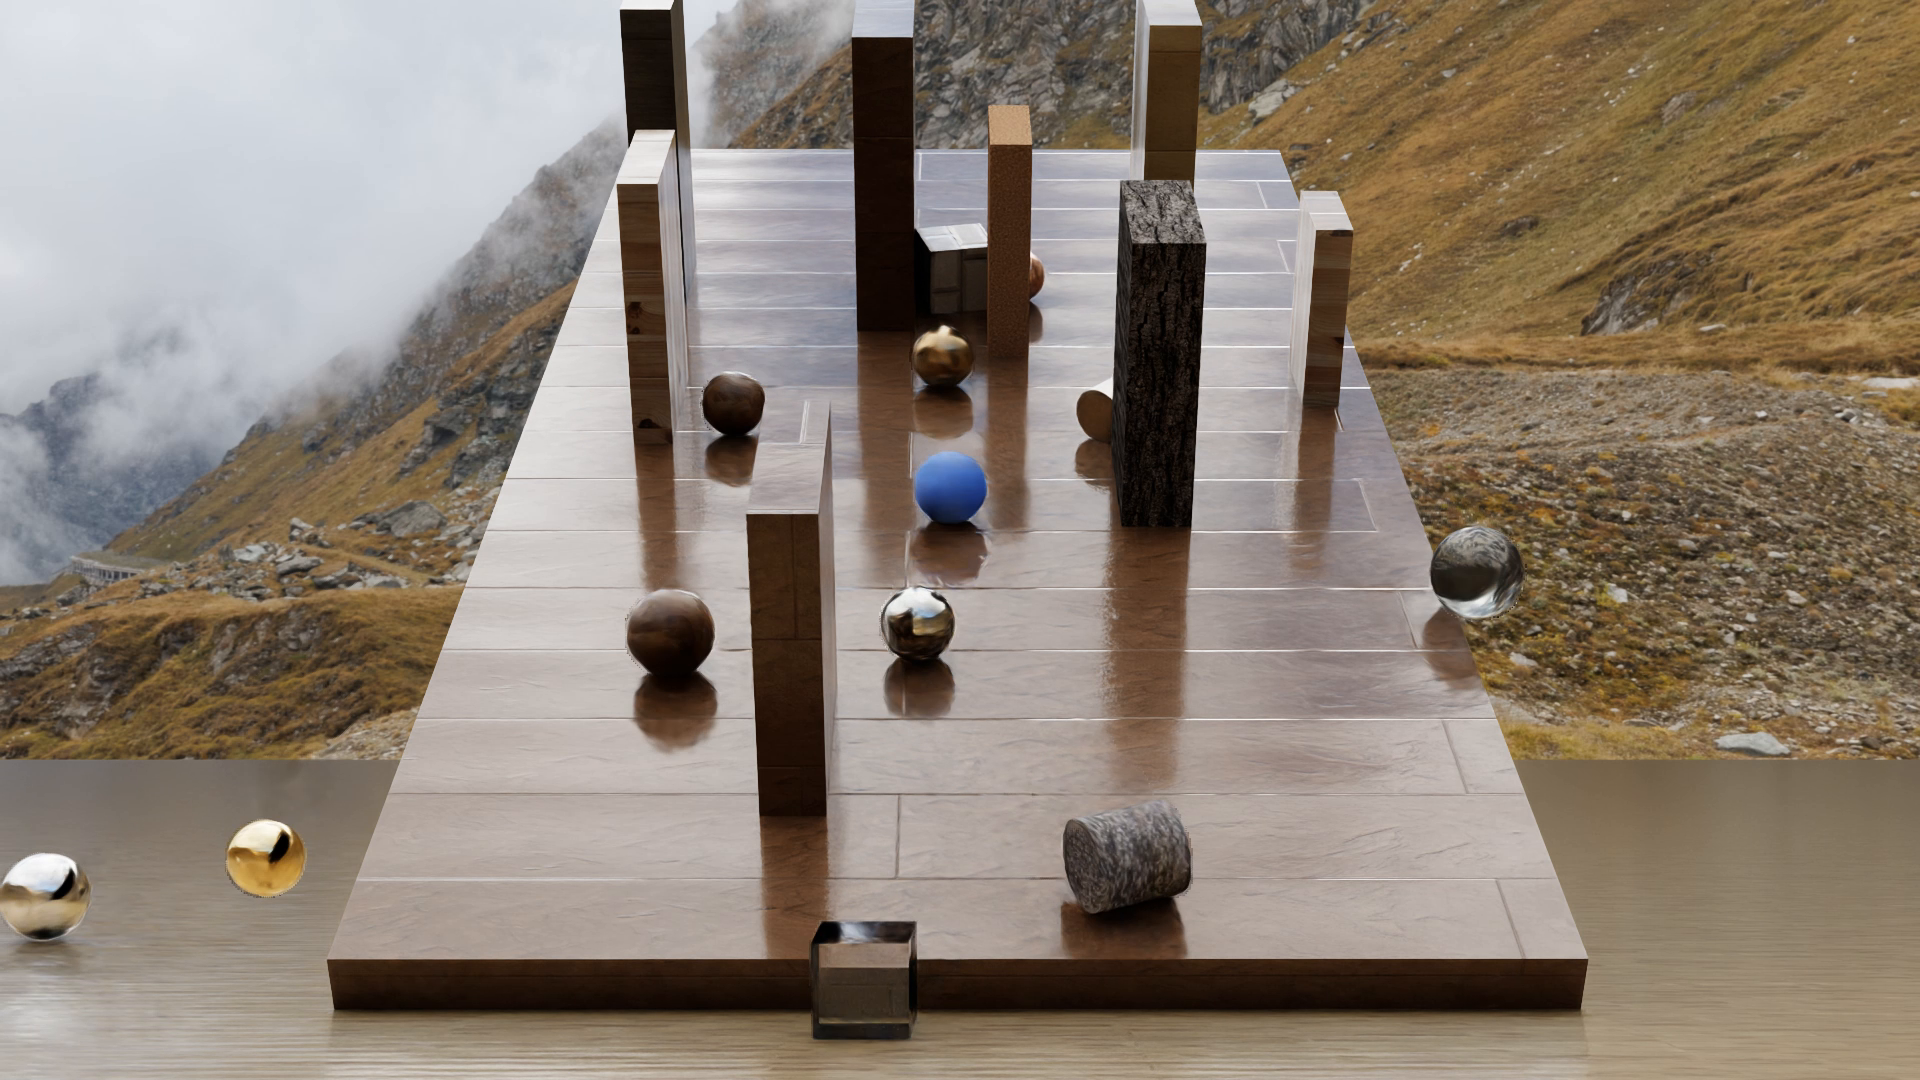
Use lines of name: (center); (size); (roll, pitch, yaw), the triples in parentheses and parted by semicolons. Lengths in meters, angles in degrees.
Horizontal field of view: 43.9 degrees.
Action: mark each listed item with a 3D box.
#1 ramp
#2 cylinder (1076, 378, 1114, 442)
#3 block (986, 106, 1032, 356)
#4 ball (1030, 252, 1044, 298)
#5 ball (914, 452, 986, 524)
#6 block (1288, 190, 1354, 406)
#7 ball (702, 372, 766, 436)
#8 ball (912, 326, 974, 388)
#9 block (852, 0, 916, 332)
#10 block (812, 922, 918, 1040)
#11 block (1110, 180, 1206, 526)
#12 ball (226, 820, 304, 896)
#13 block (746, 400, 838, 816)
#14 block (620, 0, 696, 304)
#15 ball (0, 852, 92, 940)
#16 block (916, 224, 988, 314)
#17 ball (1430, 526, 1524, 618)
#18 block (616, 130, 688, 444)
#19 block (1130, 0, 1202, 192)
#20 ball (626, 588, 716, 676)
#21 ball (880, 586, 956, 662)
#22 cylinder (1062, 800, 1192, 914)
ramp: (-0.011, -0.224, 5.569); (2.000, 0.100, 4.000); (0, 28, 0)
cylinder: (0.356, -0.305, 5.483); (0.127, 0.127, 0.127); (-5, 18, 44)
block: (0.120, -0.767, 5.909); (0.100, 0.545, 0.306); (0, 28, 0)
ball: (0.153, -0.688, 6.200); (0.135, 0.135, 0.135); (0, -5, 0)
ball: (-0.021, -0.112, 5.083); (0.155, 0.155, 0.155); (0, -5, 0)
block: (0.855, -0.575, 5.660); (0.086, 0.441, 0.264); (0, 28, 0)
ball: (-0.519, -0.314, 5.471); (0.147, 0.147, 0.147); (0, -5, 0)
ball: (-0.041, -0.439, 5.709); (0.150, 0.150, 0.150); (0, -5, 0)
block: (-0.187, -0.950, 6.026); (0.146, 0.759, 0.364); (0, 28, 0)
block: (-0.138, 0.642, 3.483); (0.140, 0.140, 0.140); (0, 3, 3)
block: (0.420, -0.402, 5.114); (0.150, 0.642, 0.384); (0, 28, 0)
ball: (-1.593, 0.729, 5.466); (0.173, 0.173, 0.173); (0, -5, 0)
block: (-0.289, 0.115, 4.186); (0.117, 0.588, 0.443); (0, 28, 0)
block: (-0.774, -1.024, 6.146); (0.125, 0.775, 0.285); (0, 28, 0)
ball: (-2.014, 0.784, 5.246); (0.190, 0.190, 0.190); (0, -5, 0)
block: (-0.012, -0.706, 6.192); (0.172, 0.172, 0.172); (-6, 28, -12)
ball: (1.028, 0.065, 4.738); (0.185, 0.185, 0.185); (0, -5, 0)
block: (-0.702, -0.583, 5.472); (0.089, 0.623, 0.372); (0, 28, 0)
block: (0.519, -1.005, 6.124); (0.127, 0.768, 0.439); (0, 28, 0)
ball: (-0.549, 0.175, 4.520); (0.169, 0.169, 0.169); (0, -5, 0)
ball: (-0.081, 0.161, 4.576); (0.145, 0.145, 0.145); (0, -5, 0)
cylinder: (0.271, 0.516, 3.884); (0.156, 0.156, 0.156); (-10, -1, -21)
